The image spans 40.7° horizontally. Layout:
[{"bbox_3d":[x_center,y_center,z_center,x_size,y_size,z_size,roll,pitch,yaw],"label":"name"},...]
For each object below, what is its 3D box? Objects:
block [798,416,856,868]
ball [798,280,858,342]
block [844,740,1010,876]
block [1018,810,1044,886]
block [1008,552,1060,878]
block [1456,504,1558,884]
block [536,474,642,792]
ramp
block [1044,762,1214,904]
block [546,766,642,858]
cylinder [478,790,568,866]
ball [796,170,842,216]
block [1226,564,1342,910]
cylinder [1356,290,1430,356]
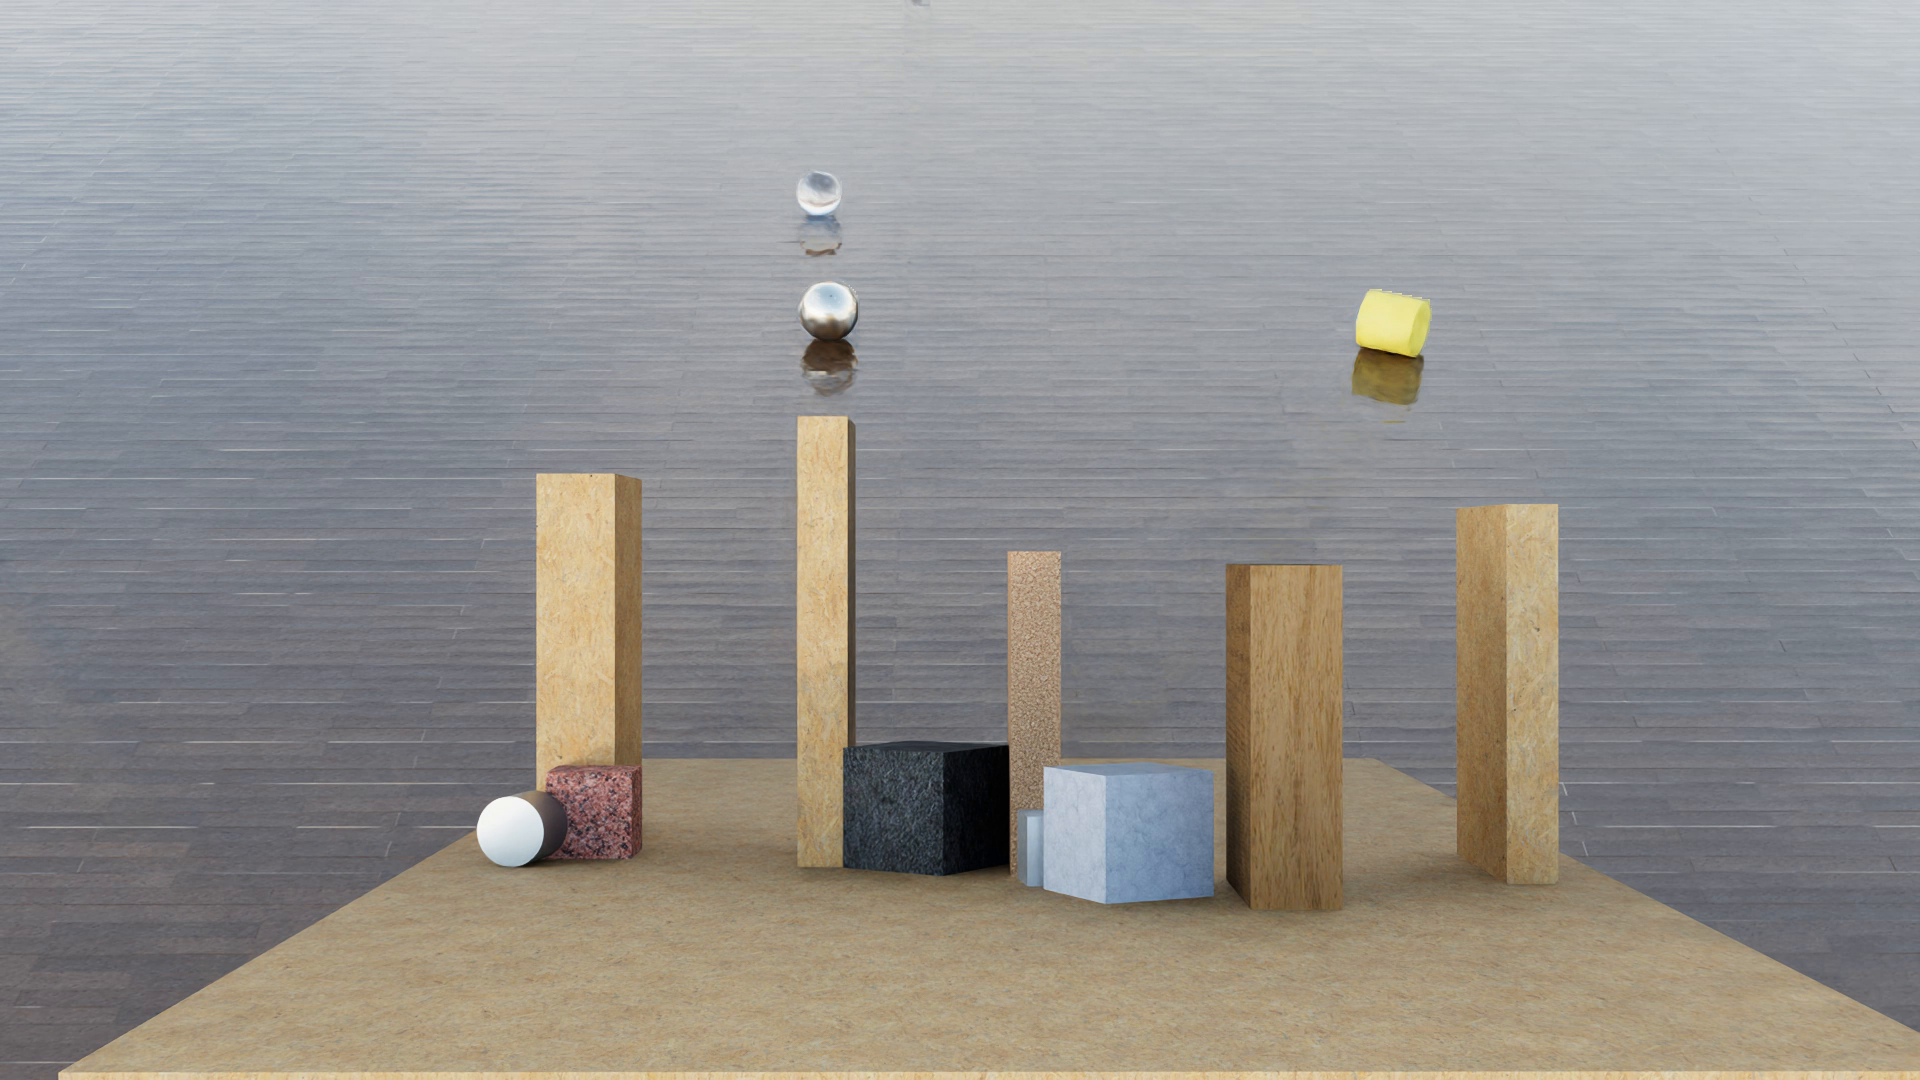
[{"bbox_3d":[-0.234,0.173,4.570,0.085,0.766,0.344,0,0,0],"label":"block"},{"bbox_3d":[-0.453,-0.789,8.930,0.208,0.208,0.208,0,31,0],"label":"ball"},{"bbox_3d":[-0.057,0.454,4.414,0.204,0.204,0.204,0,0,33],"label":"block"},{"bbox_3d":[0.156,0.499,4.202,0.112,0.112,0.112,0,0,-7],"label":"block"},{"bbox_3d":[0.125,0.287,4.406,0.082,0.536,0.292,0,0,0],"label":"block"},{"bbox_3d":[0.923,0.249,4.380,0.083,0.612,0.417,0,0,0],"label":"block"},{"bbox_3d":[-0.693,0.219,4.864,0.141,0.676,0.400,0,0,0],"label":"block"},{"bbox_3d":[0.068,0.606,4.672,2.000,0.100,4.000,0,0,0],"label":"ramp"},{"bbox_3d":[0.264,0.457,4.068,0.194,0.194,0.194,0,0,-27],"label":"block"},{"bbox_3d":[-0.648,0.481,4.588,0.150,0.150,0.150,0,0,0],"label":"block"},{"bbox_3d":[-0.753,0.496,4.458,0.120,0.120,0.120,7,1,11],"label":"cylinder"},{"bbox_3d":[-0.537,-1.322,9.869,0.172,0.172,0.172,0,31,0],"label":"ball"},{"bbox_3d":[0.504,0.296,4.054,0.138,0.515,0.355,0,0,0],"label":"block"},{"bbox_3d":[1.481,-0.740,8.858,0.194,0.194,0.194,14,33,24],"label":"cylinder"}]
